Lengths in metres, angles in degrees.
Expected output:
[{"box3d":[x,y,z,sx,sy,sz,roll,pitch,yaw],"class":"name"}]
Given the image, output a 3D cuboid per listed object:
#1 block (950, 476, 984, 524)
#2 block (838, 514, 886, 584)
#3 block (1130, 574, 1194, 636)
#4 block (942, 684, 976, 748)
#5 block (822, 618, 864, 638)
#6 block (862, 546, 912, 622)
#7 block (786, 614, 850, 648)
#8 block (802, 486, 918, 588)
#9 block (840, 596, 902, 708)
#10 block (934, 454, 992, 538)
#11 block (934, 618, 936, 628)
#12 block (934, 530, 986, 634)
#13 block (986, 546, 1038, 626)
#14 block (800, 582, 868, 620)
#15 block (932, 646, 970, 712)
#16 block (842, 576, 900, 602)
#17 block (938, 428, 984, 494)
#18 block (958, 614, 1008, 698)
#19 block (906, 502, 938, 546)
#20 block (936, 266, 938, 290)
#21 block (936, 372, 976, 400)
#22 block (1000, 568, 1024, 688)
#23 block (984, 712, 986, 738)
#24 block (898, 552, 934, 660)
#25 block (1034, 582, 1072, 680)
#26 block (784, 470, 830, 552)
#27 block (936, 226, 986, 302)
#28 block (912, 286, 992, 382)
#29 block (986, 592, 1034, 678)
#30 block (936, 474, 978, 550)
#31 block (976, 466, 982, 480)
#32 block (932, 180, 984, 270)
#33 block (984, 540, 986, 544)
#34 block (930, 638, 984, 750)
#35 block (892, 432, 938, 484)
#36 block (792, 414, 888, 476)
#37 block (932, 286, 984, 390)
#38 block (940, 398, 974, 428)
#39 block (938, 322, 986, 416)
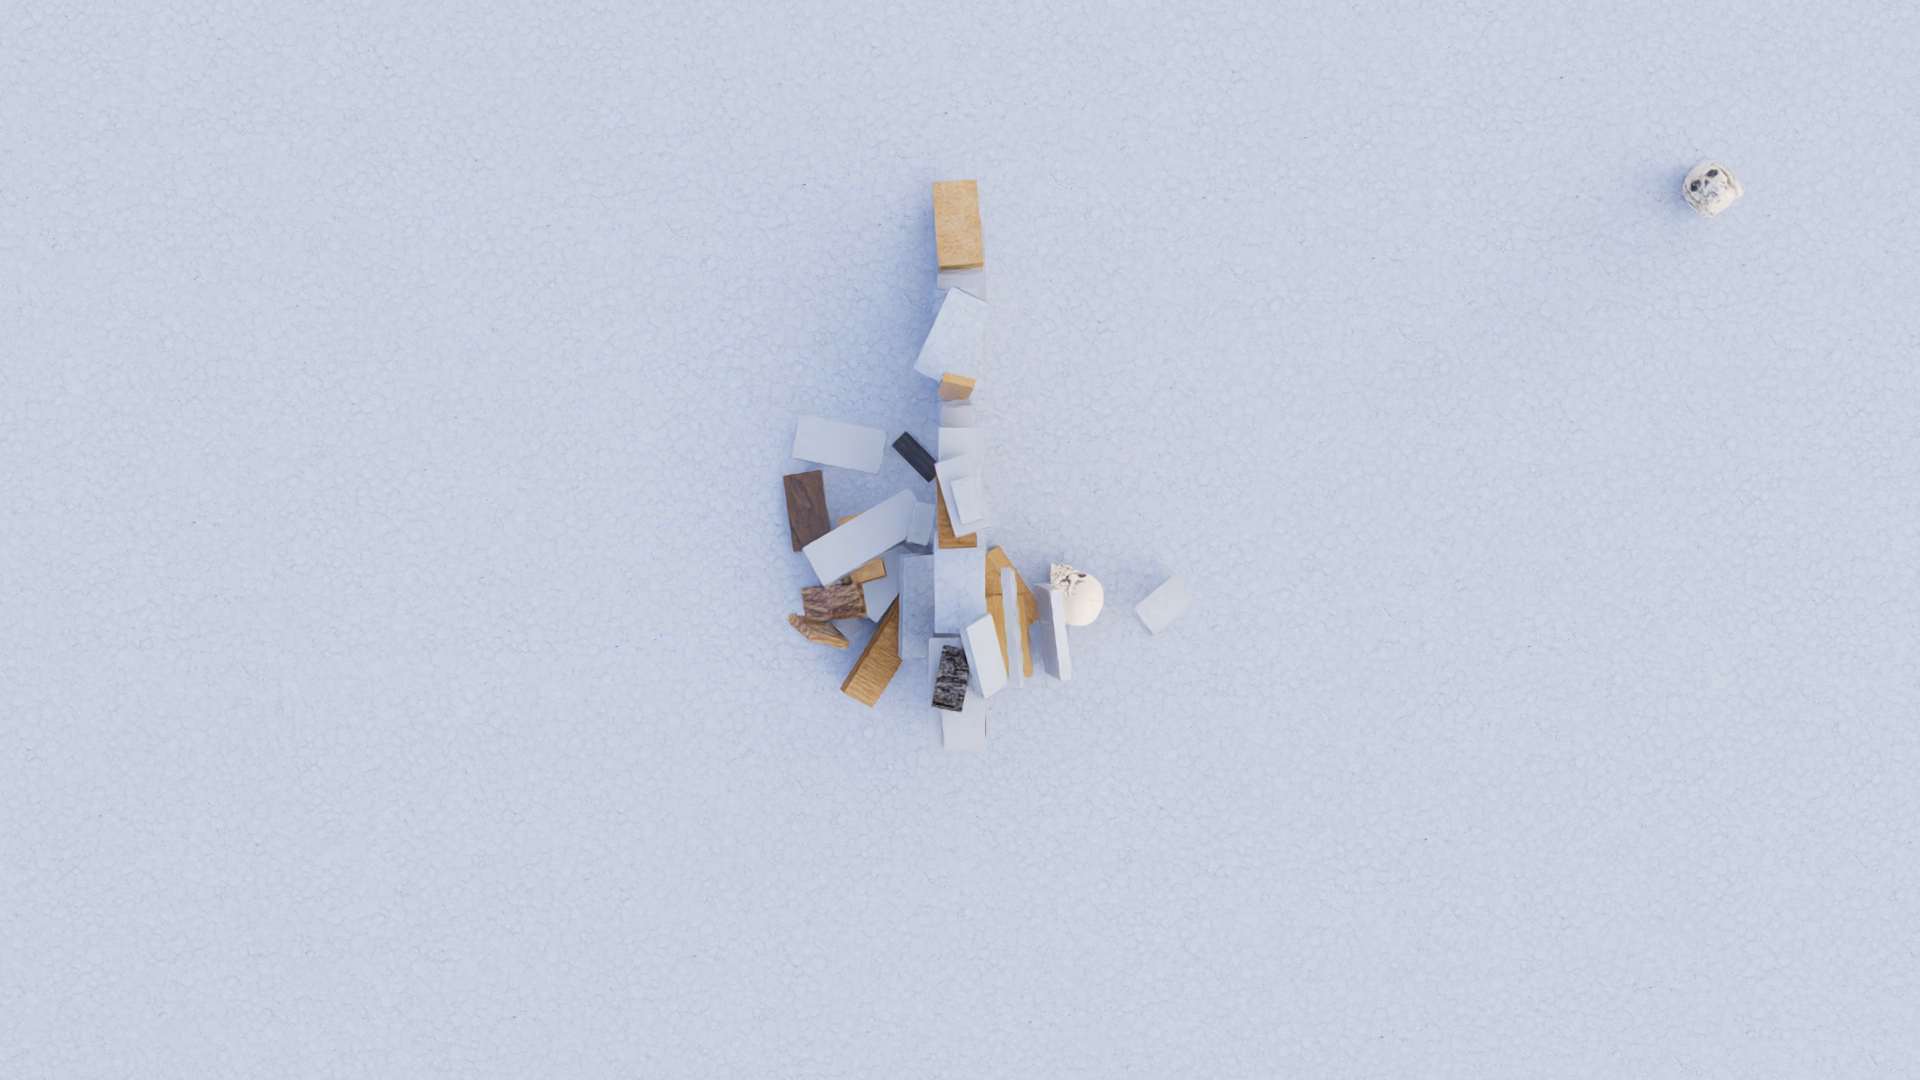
[{"box3d":[0.021,-0.121,5.044,0.068,0.019,0.136,-16,81,3],"class":"block"},{"box3d":[-0.321,0.027,5.417,0.111,0.031,0.222,-15,76,2],"class":"block"},{"box3d":[0.666,0.215,5.432,0.216,0.031,0.108,-38,90,-31],"class":"block"},{"box3d":[-0.007,0.544,5.094,0.095,0.027,0.189,-6,90,0],"class":"block"},{"box3d":[-0.417,0.245,5.487,0.095,0.027,0.189,-39,90,0],"class":"block"},{"box3d":[-0.251,0.133,5.437,0.128,0.036,0.256,37,83,-3],"class":"block"},{"box3d":[-0.456,0.297,5.354,0.108,0.216,0.031,38,100,32],"class":"block"},{"box3d":[-0.303,-0.008,5.385,0.401,0.042,0.147,-30,76,-2],"class":"block"},{"box3d":[-0.209,0.313,5.449,0.128,0.036,0.501,32,90,-34],"class":"block"},{"box3d":[0.011,-0.137,5.074,0.118,0.033,0.236,-17,81,3],"class":"block"},{"box3d":[-0.001,0.248,5.341,0.159,0.319,0.045,-4,90,0],"class":"block"},{"box3d":[0.000,0.129,5.159,0.159,0.045,0.319,-1,90,0],"class":"block"},{"box3d":[0.149,0.170,5.480,0.138,0.039,0.275,-34,90,0],"class":"block"},{"box3d":[-0.414,0.204,5.404,0.222,0.031,0.111,-6,97,29],"class":"block"},{"box3d":[-0.023,0.427,5.072,0.095,0.027,0.189,10,78,4],"class":"block"},{"box3d":[-0.332,0.095,5.479,0.147,0.042,0.294,-28,90,0],"class":"block"},{"box3d":[0.005,-0.211,5.192,0.143,0.040,0.285,0,90,0],"class":"block"},{"box3d":[0.074,0.357,5.081,0.118,0.033,0.236,-27,109,-42],"class":"block"},{"box3d":[-0.123,-0.052,5.347,0.068,0.019,0.136,11,78,8],"class":"block"},{"box3d":[0.004,-0.772,5.477,0.159,0.045,0.318,0,90,0],"class":"block"},{"box3d":[-0.014,-0.484,5.270,0.099,0.199,0.028,11,79,-5],"class":"block"},{"box3d":[0.167,0.280,5.218,0.031,0.108,0.375,-6,81,9],"class":"block"},{"box3d":[-0.004,0.588,5.328,0.171,0.343,0.049,0,92,0],"class":"block"},{"box3d":[-0.142,0.215,5.409,0.111,0.031,0.354,-7,109,-26],"class":"block"},{"box3d":[0.305,0.299,5.402,0.039,0.138,0.301,-10,101,-17],"class":"block"},{"box3d":[-0.503,-0.095,5.458,0.128,0.036,0.256,-9,80,3],"class":"block"},{"box3d":[0.005,-0.872,5.419,0.159,0.045,0.318,-1,77,0],"class":"block"},{"box3d":[-0.024,-0.654,5.312,0.147,0.042,0.293,25,101,-5],"class":"block"},{"box3d":[0.159,0.315,5.442,0.138,0.039,0.275,-3,100,15],"class":"block"},{"box3d":[-0.009,-0.093,5.104,0.118,0.033,0.236,-2,82,5],"class":"block"},{"box3d":[0.006,-0.136,5.139,0.099,0.028,0.199,8,83,7],"class":"block"},{"box3d":[-0.007,-1.034,5.411,0.147,0.042,0.293,-4,77,-1],"class":"block"},{"box3d":[-0.001,0.025,5.341,0.159,0.319,0.045,0,90,0],"class":"block"},{"box3d":[-0.009,0.476,5.131,0.171,0.049,0.343,0,90,0],"class":"block"},{"box3d":[-0.141,-0.276,5.490,0.068,0.019,0.178,-45,90,0],"class":"block"},{"box3d":[-0.399,-0.317,5.479,0.294,0.042,0.147,11,90,0],"class":"block"},{"box3d":[-0.006,-0.650,5.356,0.147,0.042,0.330,-4,102,0],"class":"block"},{"box3d":[-0.003,-0.377,5.391,0.099,0.237,0.028,-8,59,0],"class":"block"},{"box3d":[0.005,-0.568,5.433,0.159,0.045,0.318,0,90,0],"class":"block"}]
